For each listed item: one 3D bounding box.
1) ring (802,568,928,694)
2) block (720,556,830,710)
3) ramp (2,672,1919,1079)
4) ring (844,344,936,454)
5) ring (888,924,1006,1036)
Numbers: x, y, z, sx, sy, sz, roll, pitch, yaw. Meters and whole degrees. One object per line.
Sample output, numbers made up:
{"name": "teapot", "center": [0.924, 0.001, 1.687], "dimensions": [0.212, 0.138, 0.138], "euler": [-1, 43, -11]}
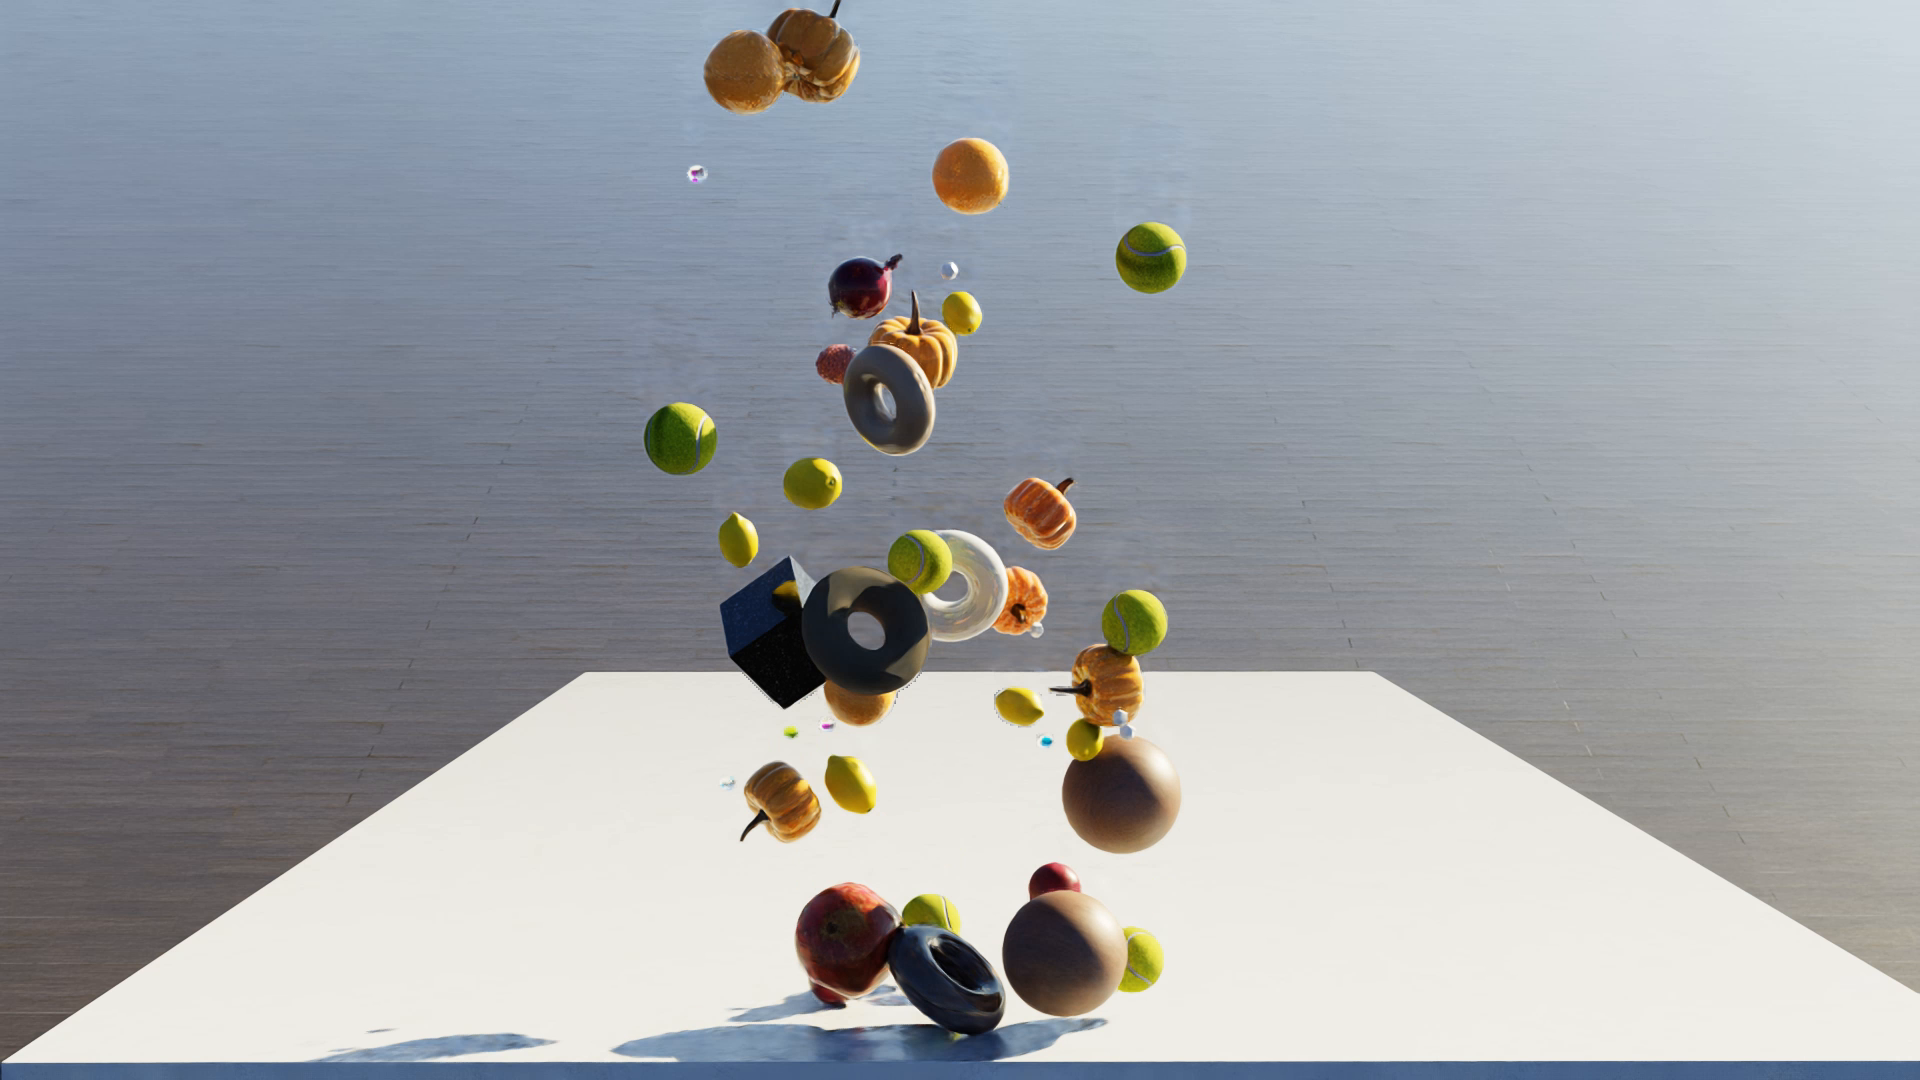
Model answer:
{"name": "ring", "center": [-0.094, 0.090, 2.566], "dimensions": [0.135, 0.135, 0.045], "euler": [-15, -17, -31]}
{"name": "block", "center": [-0.180, 0.097, 2.677], "dimensions": [0.093, 0.093, 0.093], "euler": [-35, 34, 11]}
{"name": "ramp", "center": [0.052, 0.474, 4.536], "dimensions": [2.000, 0.100, 4.000], "euler": [0, 3, 0]}
{"name": "ring", "center": [-0.065, -0.129, 2.367], "dimensions": [0.106, 0.106, 0.035], "euler": [21, 34, 40]}
{"name": "ring", "center": [-0.013, 0.455, 2.666], "dimensions": [0.141, 0.047, 0.141], "euler": [34, 18, -12]}
